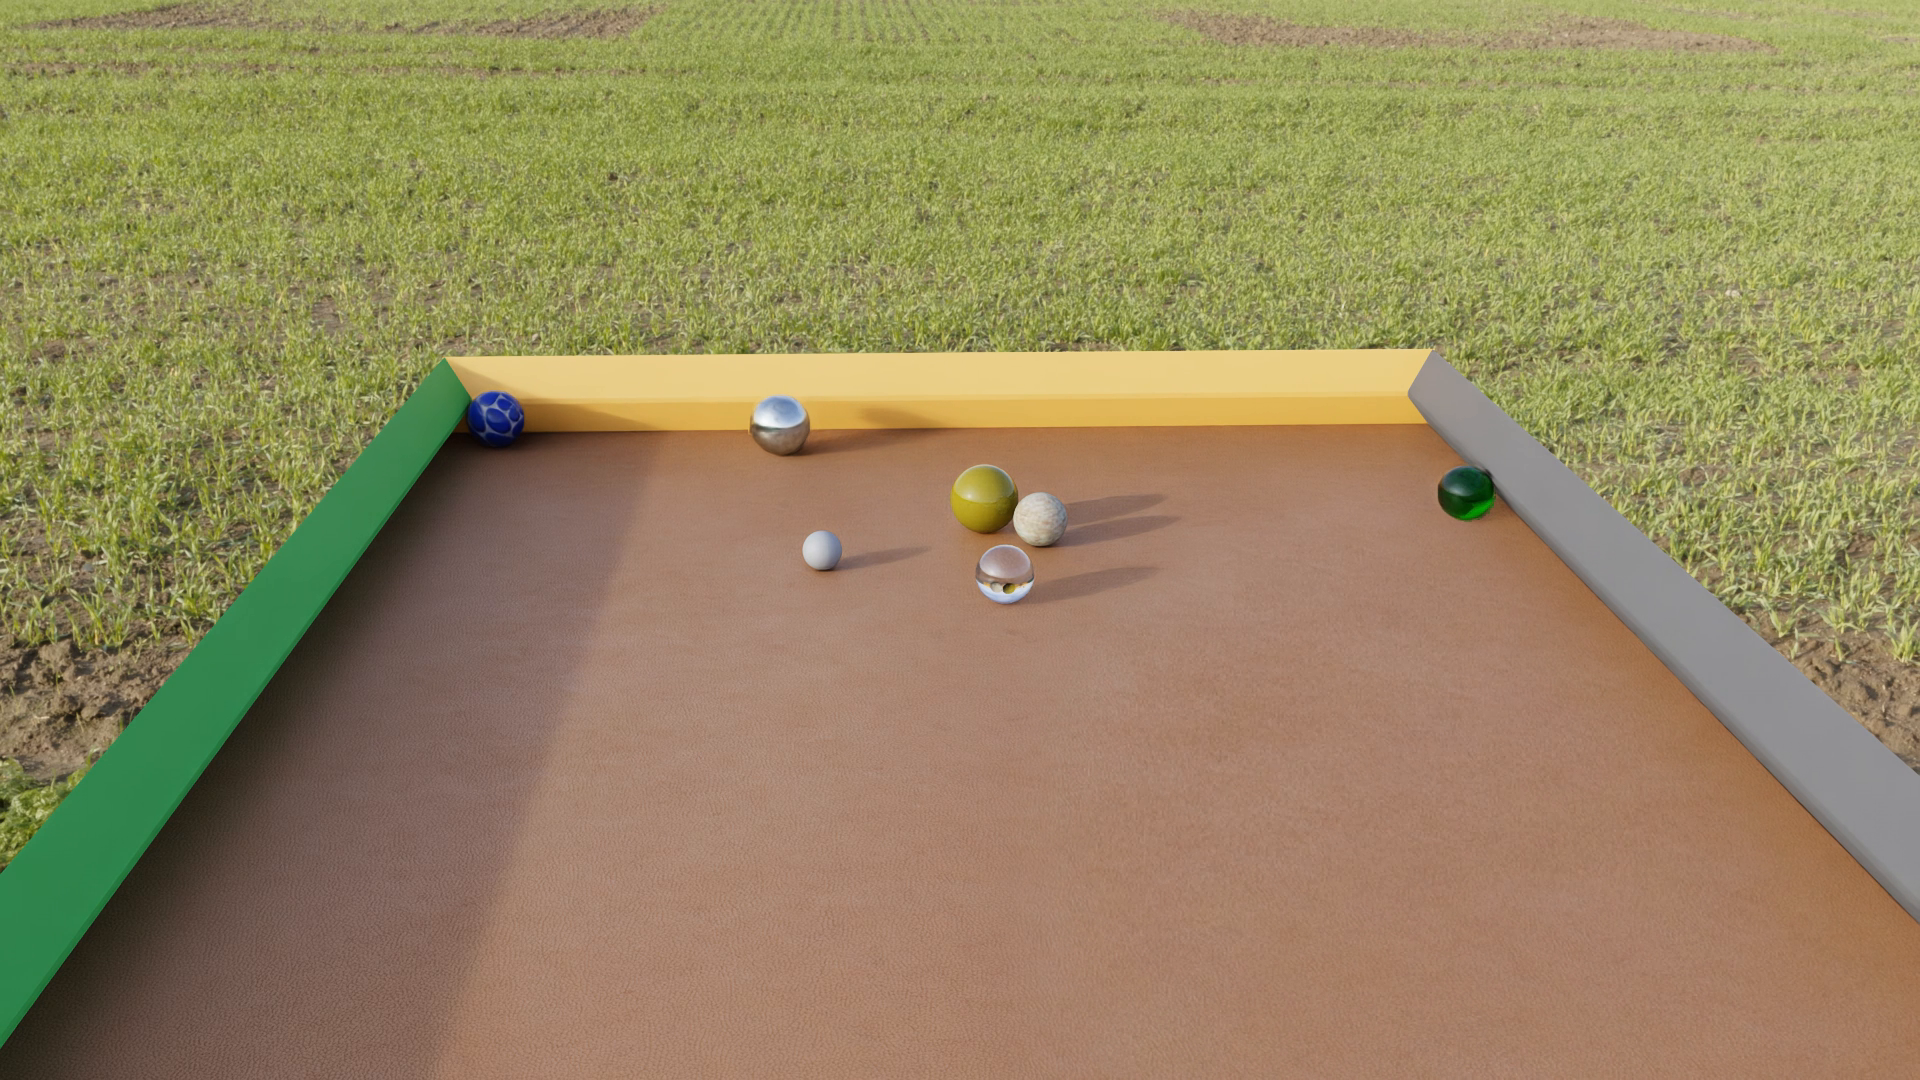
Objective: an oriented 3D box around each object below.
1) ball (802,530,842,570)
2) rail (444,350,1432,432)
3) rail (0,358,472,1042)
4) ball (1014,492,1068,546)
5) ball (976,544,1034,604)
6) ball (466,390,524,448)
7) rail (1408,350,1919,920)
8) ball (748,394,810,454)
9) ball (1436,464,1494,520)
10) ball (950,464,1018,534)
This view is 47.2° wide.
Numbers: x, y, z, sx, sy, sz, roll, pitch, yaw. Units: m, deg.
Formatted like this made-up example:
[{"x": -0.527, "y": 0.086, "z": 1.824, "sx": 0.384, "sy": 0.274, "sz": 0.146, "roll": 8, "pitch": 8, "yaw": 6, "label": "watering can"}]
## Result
[{"x": -0.160, "y": 0.012, "z": 2.558, "sx": 0.046, "sy": 0.046, "sz": 0.046, "roll": 0, "pitch": 17, "yaw": 0, "label": "ball"}, {"x": -0.024, "y": -0.210, "z": 3.164, "sx": 1.429, "sy": 0.110, "sz": 0.045, "roll": -1, "pitch": 17, "yaw": -2, "label": "rail"}, {"x": -0.665, "y": 0.186, "z": 1.886, "sx": 0.045, "sy": 0.110, "sz": 2.673, "roll": -1, "pitch": 17, "yaw": -2, "label": "rail"}, {"x": 0.097, "y": -0.025, "z": 2.645, "sx": 0.065, "sy": 0.065, "sz": 0.065, "roll": 0, "pitch": 17, "yaw": 0, "label": "ball"}, {"x": 0.050, "y": 0.038, "z": 2.441, "sx": 0.066, "sy": 0.066, "sz": 0.066, "roll": 0, "pitch": 17, "yaw": 0, "label": "ball"}, {"x": -0.652, "y": -0.170, "z": 3.088, "sx": 0.080, "sy": 0.080, "sz": 0.080, "roll": 0, "pitch": 17, "yaw": 0, "label": "ball"}, {"x": 0.716, "y": 0.171, "z": 1.936, "sx": 0.045, "sy": 0.110, "sz": 2.673, "roll": -1, "pitch": 17, "yaw": -2, "label": "rail"}, {"x": -0.250, "y": -0.160, "z": 3.049, "sx": 0.085, "sy": 0.085, "sz": 0.085, "roll": 0, "pitch": 17, "yaw": 0, "label": "ball"}, {"x": 0.632, "y": -0.059, "z": 2.749, "sx": 0.069, "sy": 0.069, "sz": 0.069, "roll": 0, "pitch": 17, "yaw": 0, "label": "ball"}, {"x": 0.030, "y": -0.051, "z": 2.695, "sx": 0.085, "sy": 0.085, "sz": 0.085, "roll": 0, "pitch": 17, "yaw": 0, "label": "ball"}]
